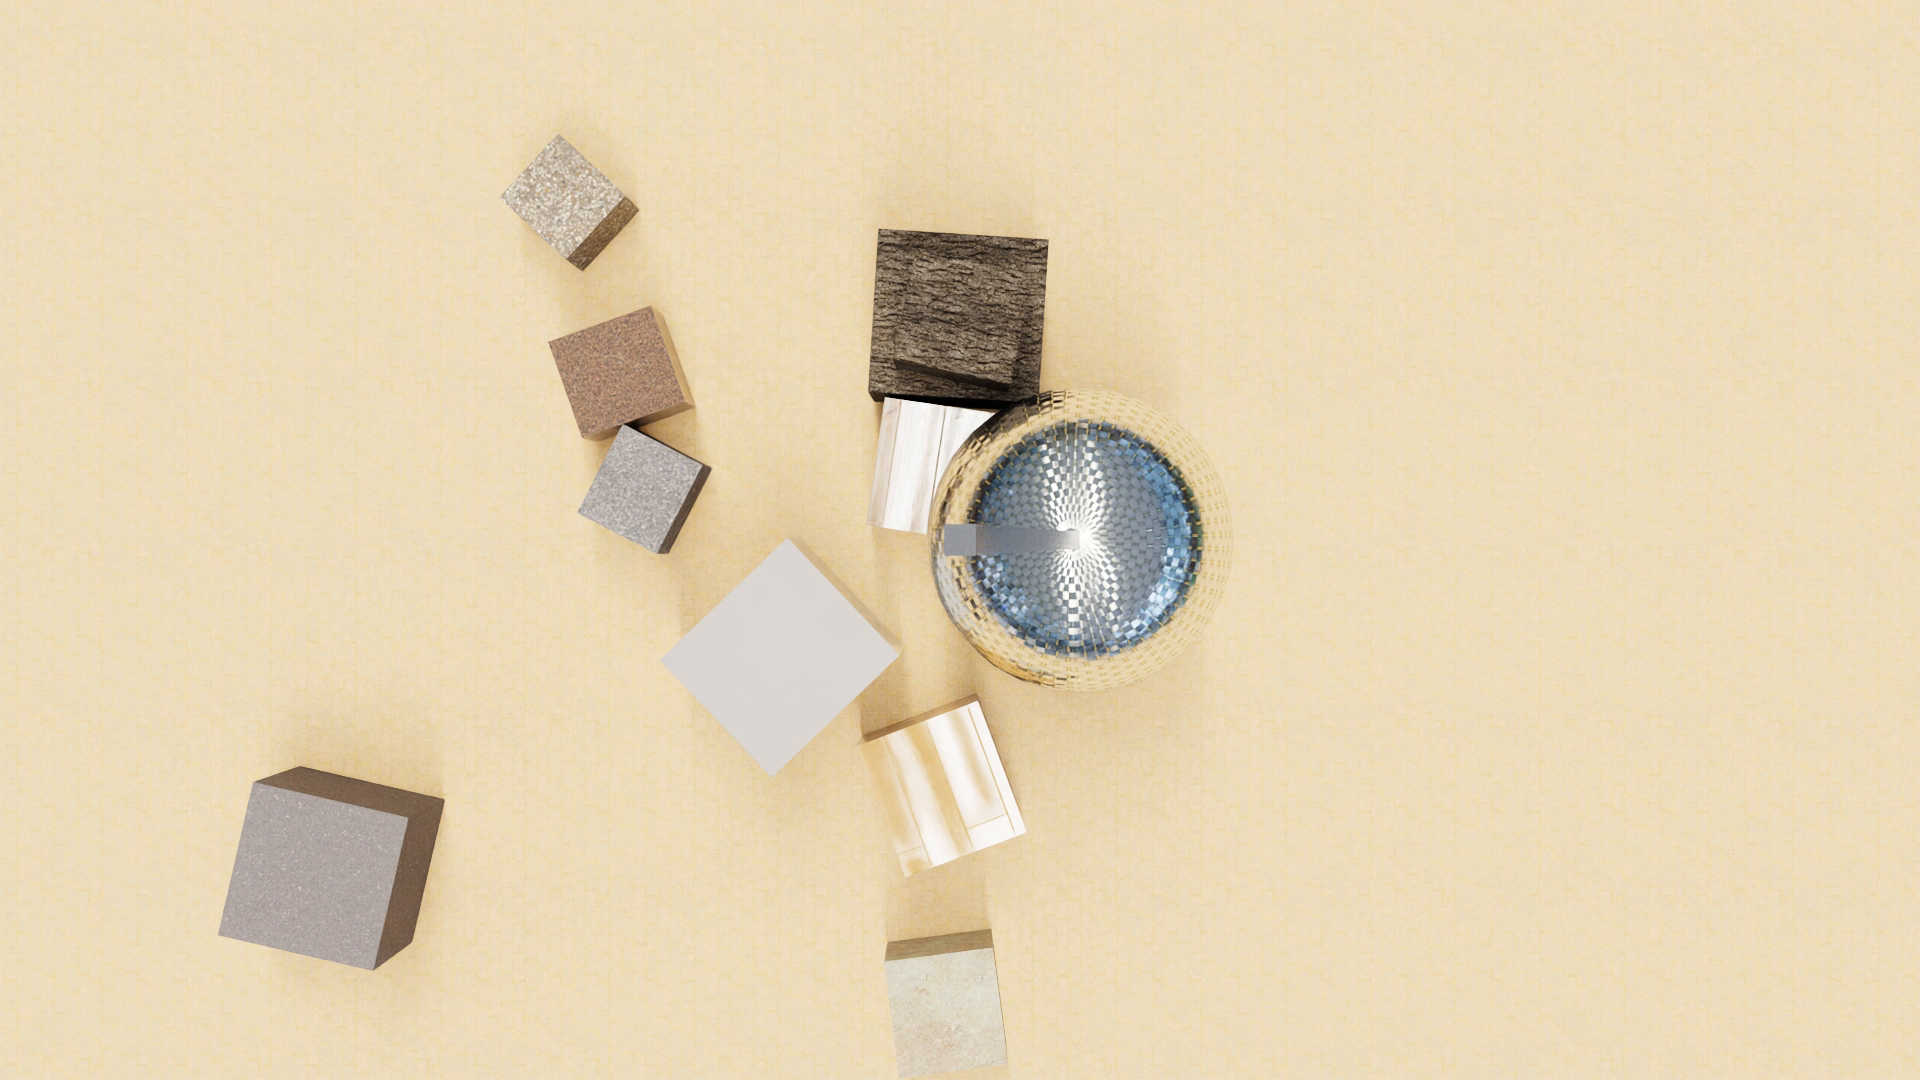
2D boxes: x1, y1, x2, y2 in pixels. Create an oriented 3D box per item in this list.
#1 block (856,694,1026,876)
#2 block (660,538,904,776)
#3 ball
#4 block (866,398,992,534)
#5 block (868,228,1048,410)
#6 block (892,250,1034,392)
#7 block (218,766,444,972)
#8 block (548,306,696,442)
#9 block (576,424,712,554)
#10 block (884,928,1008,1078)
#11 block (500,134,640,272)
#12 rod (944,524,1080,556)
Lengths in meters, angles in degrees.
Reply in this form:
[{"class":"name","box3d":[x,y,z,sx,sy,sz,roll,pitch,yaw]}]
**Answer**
[{"class":"block","box3d":[-0.103,1.397,12.664,0.725,0.672,0.784,-20,90,0]},{"class":"block","box3d":[-0.983,0.641,12.489,0.964,1.022,0.885,-44,90,0]},{"class":"ball","box3d":[0.626,0.000,11.492,1.600,1.600,1.600,0,90,0]},{"class":"block","box3d":[-0.104,-0.383,12.589,0.736,0.821,0.715,8,90,0]},{"class":"block","box3d":[-0.009,-1.238,12.563,0.944,0.875,0.902,4,90,0]},{"class":"block","box3d":[0.018,-1.165,11.800,0.631,0.650,0.584,12,90,0]},{"class":"block","box3d":[-3.570,1.857,12.567,0.881,0.867,0.869,13,90,0]},{"class":"block","box3d":[-1.948,-0.954,12.736,0.620,0.527,0.580,-20,90,0]},{"class":"block","box3d":[-1.818,-0.289,12.737,0.509,0.526,0.568,27,90,0]},{"class":"block","box3d":[-0.078,2.665,12.696,0.618,0.608,0.663,-7,90,0]},{"class":"block","box3d":[-2.249,-1.943,12.717,0.517,0.566,0.497,43,90,0]},{"class":"rod","box3d":[0.271,0.000,8.110,0.080,5.200,0.080,0,90,6]}]
